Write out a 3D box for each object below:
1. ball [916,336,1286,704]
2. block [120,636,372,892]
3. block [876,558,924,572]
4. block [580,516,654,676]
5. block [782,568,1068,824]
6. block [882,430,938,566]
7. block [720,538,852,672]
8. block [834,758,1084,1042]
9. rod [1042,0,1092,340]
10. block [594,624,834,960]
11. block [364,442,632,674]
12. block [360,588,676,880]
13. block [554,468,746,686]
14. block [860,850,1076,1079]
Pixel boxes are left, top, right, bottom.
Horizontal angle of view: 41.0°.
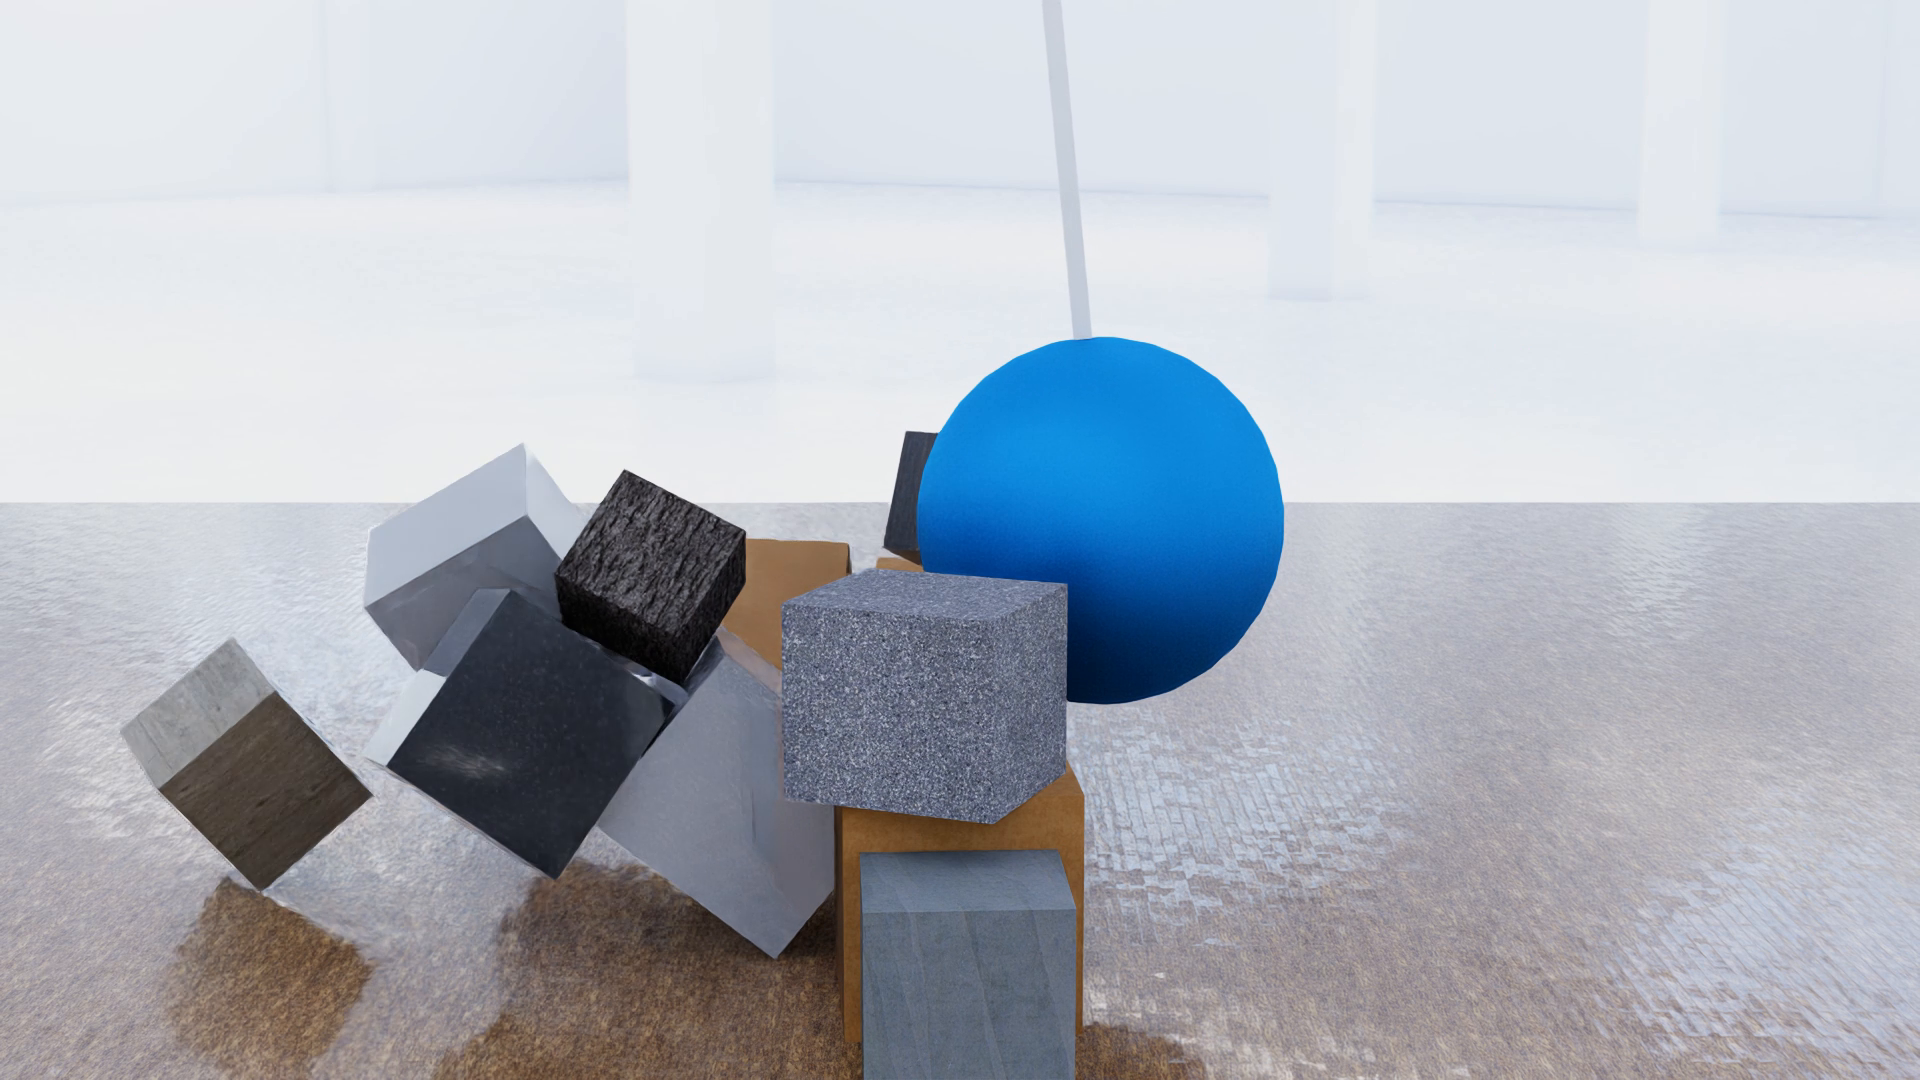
[{"bbox_3d":[0.609,-0.084,11.165,1.600,1.600,1.600,0,10,0],"label":"ball"},{"bbox_3d":[-3.136,0.981,11.279,0.629,0.703,0.670,-42,34,-12],"label":"block"},{"bbox_3d":[-0.009,0.640,13.486,0.876,0.916,1.056,0,10,0],"label":"block"},{"bbox_3d":[-1.862,0.275,12.703,0.676,0.749,0.742,3,-3,18],"label":"block"},{"bbox_3d":[-0.120,0.550,9.395,0.819,0.724,0.727,4,11,22],"label":"block"},{"bbox_3d":[0.106,-0.160,13.066,0.693,0.615,0.600,5,-11,30],"label":"block"},{"bbox_3d":[-0.933,0.543,12.589,0.768,0.780,0.846,2,-29,3],"label":"block"},{"bbox_3d":[-0.024,1.303,9.837,0.881,0.916,0.938,-1,10,-5],"label":"block"},{"bbox_3d":[0.264,-3.412,10.560,0.080,5.200,0.080,-6,10,1],"label":"rod"},{"bbox_3d":[-0.912,0.993,10.579,0.953,0.845,0.851,39,1,-15],"label":"block"},{"bbox_3d":[-1.991,0.236,11.139,0.802,0.845,0.676,-29,30,6],"label":"block"},{"bbox_3d":[-1.773,0.758,10.230,0.792,0.819,0.784,37,-13,-15],"label":"block"},{"bbox_3d":[-1.225,0.152,10.224,0.552,0.525,0.497,27,-25,8],"label":"block"},{"bbox_3d":[0.015,1.545,9.046,0.722,0.723,0.683,-1,10,-3],"label":"block"}]
